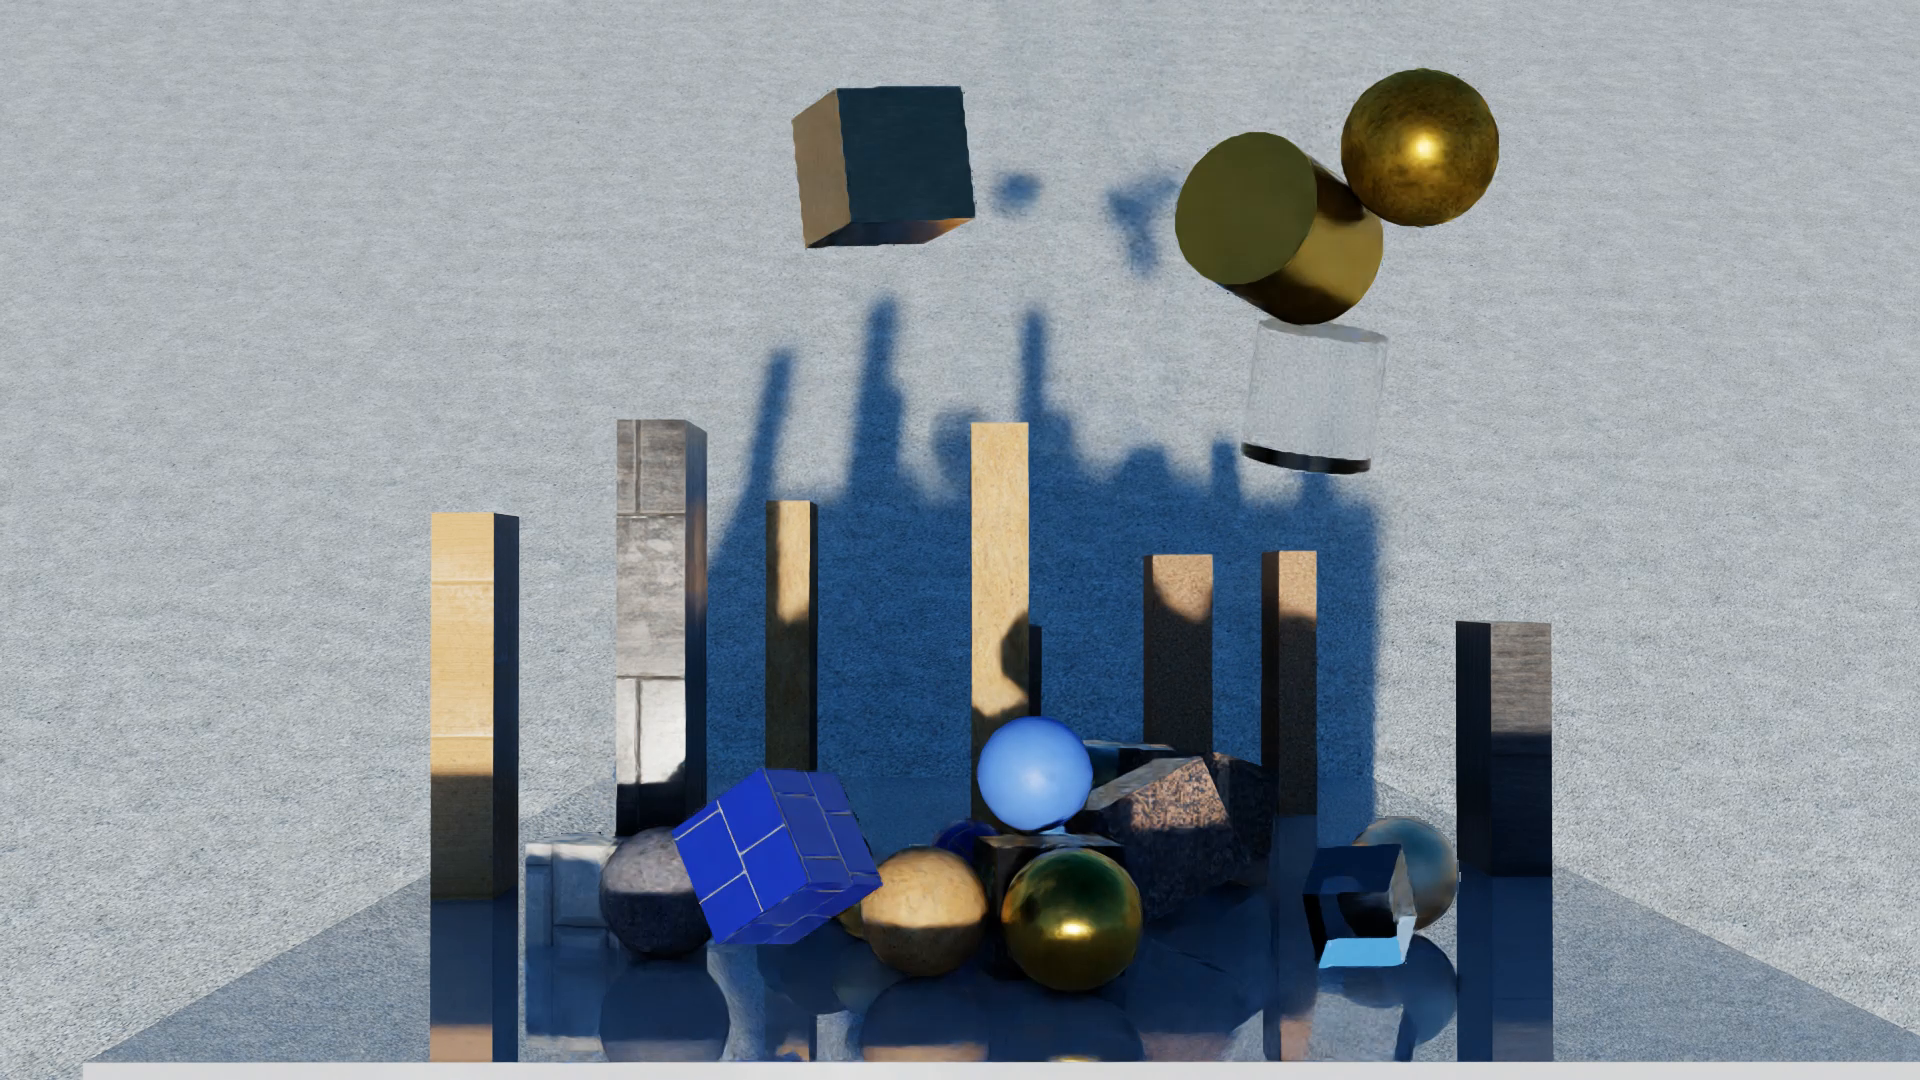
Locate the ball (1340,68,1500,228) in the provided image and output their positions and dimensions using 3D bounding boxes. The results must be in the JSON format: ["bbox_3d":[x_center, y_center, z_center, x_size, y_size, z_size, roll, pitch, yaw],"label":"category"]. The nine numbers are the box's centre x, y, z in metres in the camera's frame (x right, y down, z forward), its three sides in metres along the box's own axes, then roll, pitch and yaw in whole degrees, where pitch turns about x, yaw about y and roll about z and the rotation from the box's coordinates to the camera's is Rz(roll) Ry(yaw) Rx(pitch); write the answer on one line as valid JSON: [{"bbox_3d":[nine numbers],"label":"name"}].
[{"bbox_3d":[0.477,-0.407,2.694,0.163,0.163,0.163,0,33,0],"label":"ball"}]

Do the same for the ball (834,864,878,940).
[{"bbox_3d":[-0.129,0.514,3.686,0.107,0.107,0.107,0,33,0],"label":"ball"}]

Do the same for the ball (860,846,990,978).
[{"bbox_3d":[-0.045,0.478,3.341,0.168,0.168,0.168,0,33,0],"label":"ball"}]

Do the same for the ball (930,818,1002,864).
[{"bbox_3d":[0.014,0.508,4.104,0.133,0.133,0.133,0,33,0],"label":"ball"}]

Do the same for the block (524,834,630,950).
[{"bbox_3d":[-0.521,0.497,3.675,0.142,0.142,0.142,0,-1,15],"label":"block"}]

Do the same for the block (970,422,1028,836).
[{"bbox_3d":[0.066,0.194,4.445,0.094,0.772,0.304,0,-1,0],"label":"block"}]

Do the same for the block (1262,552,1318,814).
[{"bbox_3d":[0.737,0.314,5.822,0.082,0.575,0.329,0,-1,0],"label":"block"}]

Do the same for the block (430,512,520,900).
[{"bbox_3d":[-0.798,0.268,4.276,0.100,0.619,0.243,0,-1,0],"label":"block"}]

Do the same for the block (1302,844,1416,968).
[{"bbox_3d":[0.512,0.468,3.315,0.110,0.110,0.110,-6,24,22],"label":"block"}]

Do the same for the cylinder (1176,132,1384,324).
[{"bbox_3d":[0.338,-0.326,2.736,0.163,0.163,0.163,27,4,35],"label":"cylinder"}]

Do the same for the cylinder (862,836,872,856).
[{"bbox_3d":[-0.225,0.499,4.005,0.147,0.147,0.147,-12,3,-18],"label":"cylinder"}]

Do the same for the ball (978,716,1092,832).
[{"bbox_3d":[0.098,0.306,3.394,0.151,0.151,0.151,0,33,0],"label":"ball"}]

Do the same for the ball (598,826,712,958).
[{"bbox_3d":[-0.399,0.476,3.508,0.177,0.177,0.177,0,33,0],"label":"ball"}]

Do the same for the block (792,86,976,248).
[{"bbox_3d":[-0.089,-0.428,2.984,0.152,0.152,0.152,-5,-3,-23],"label":"block"}]

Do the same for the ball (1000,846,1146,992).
[{"bbox_3d":[0.140,0.470,3.217,0.179,0.179,0.179,0,33,0],"label":"ball"}]

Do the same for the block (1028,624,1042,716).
[{"bbox_3d":[0.138,0.397,5.823,0.082,0.410,0.279,0,-1,0],"label":"block"}]

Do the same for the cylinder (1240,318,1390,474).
[{"bbox_3d":[0.388,-0.159,2.837,0.143,0.143,0.143,6,13,-1],"label":"cylinder"}]

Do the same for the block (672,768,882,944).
[{"bbox_3d":[-0.219,0.381,3.108,0.151,0.151,0.151,13,46,-56],"label":"block"}]

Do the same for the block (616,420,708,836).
[{"bbox_3d":[-0.477,0.196,4.170,0.106,0.759,0.344,0,-1,0],"label":"block"}]

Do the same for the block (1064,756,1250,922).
[{"bbox_3d":[0.287,0.445,3.875,0.179,0.179,0.179,-25,3,-19],"label":"block"}]

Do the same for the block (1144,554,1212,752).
[{"bbox_3d":[0.489,0.318,5.841,0.132,0.568,0.269,0,-1,0],"label":"block"}]

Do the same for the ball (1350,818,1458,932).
[{"bbox_3d":[0.639,0.486,3.762,0.165,0.165,0.165,0,33,0],"label":"ball"}]

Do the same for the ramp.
[{"bbox_3d":[0.072,0.635,4.740,2.000,0.100,4.000,0,-1,0],"label":"ramp"}]

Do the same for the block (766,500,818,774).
[{"bbox_3d":[-0.355,0.259,5.499,0.090,0.676,0.324,0,-1,0],"label":"block"}]

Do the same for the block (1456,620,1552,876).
[{"bbox_3d":[0.968,0.364,4.625,0.105,0.436,0.316,0,-1,0],"label":"block"}]

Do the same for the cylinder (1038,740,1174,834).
[{"bbox_3d":[0.274,0.472,4.728,0.210,0.210,0.210,5,29,-23],"label":"cylinder"}]

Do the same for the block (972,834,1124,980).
[{"bbox_3d":[0.114,0.479,3.404,0.168,0.168,0.168,0,-1,-10],"label":"block"}]

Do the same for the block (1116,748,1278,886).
[{"bbox_3d":[0.388,0.462,4.316,0.194,0.194,0.194,-1,-14,37],"label":"block"}]
